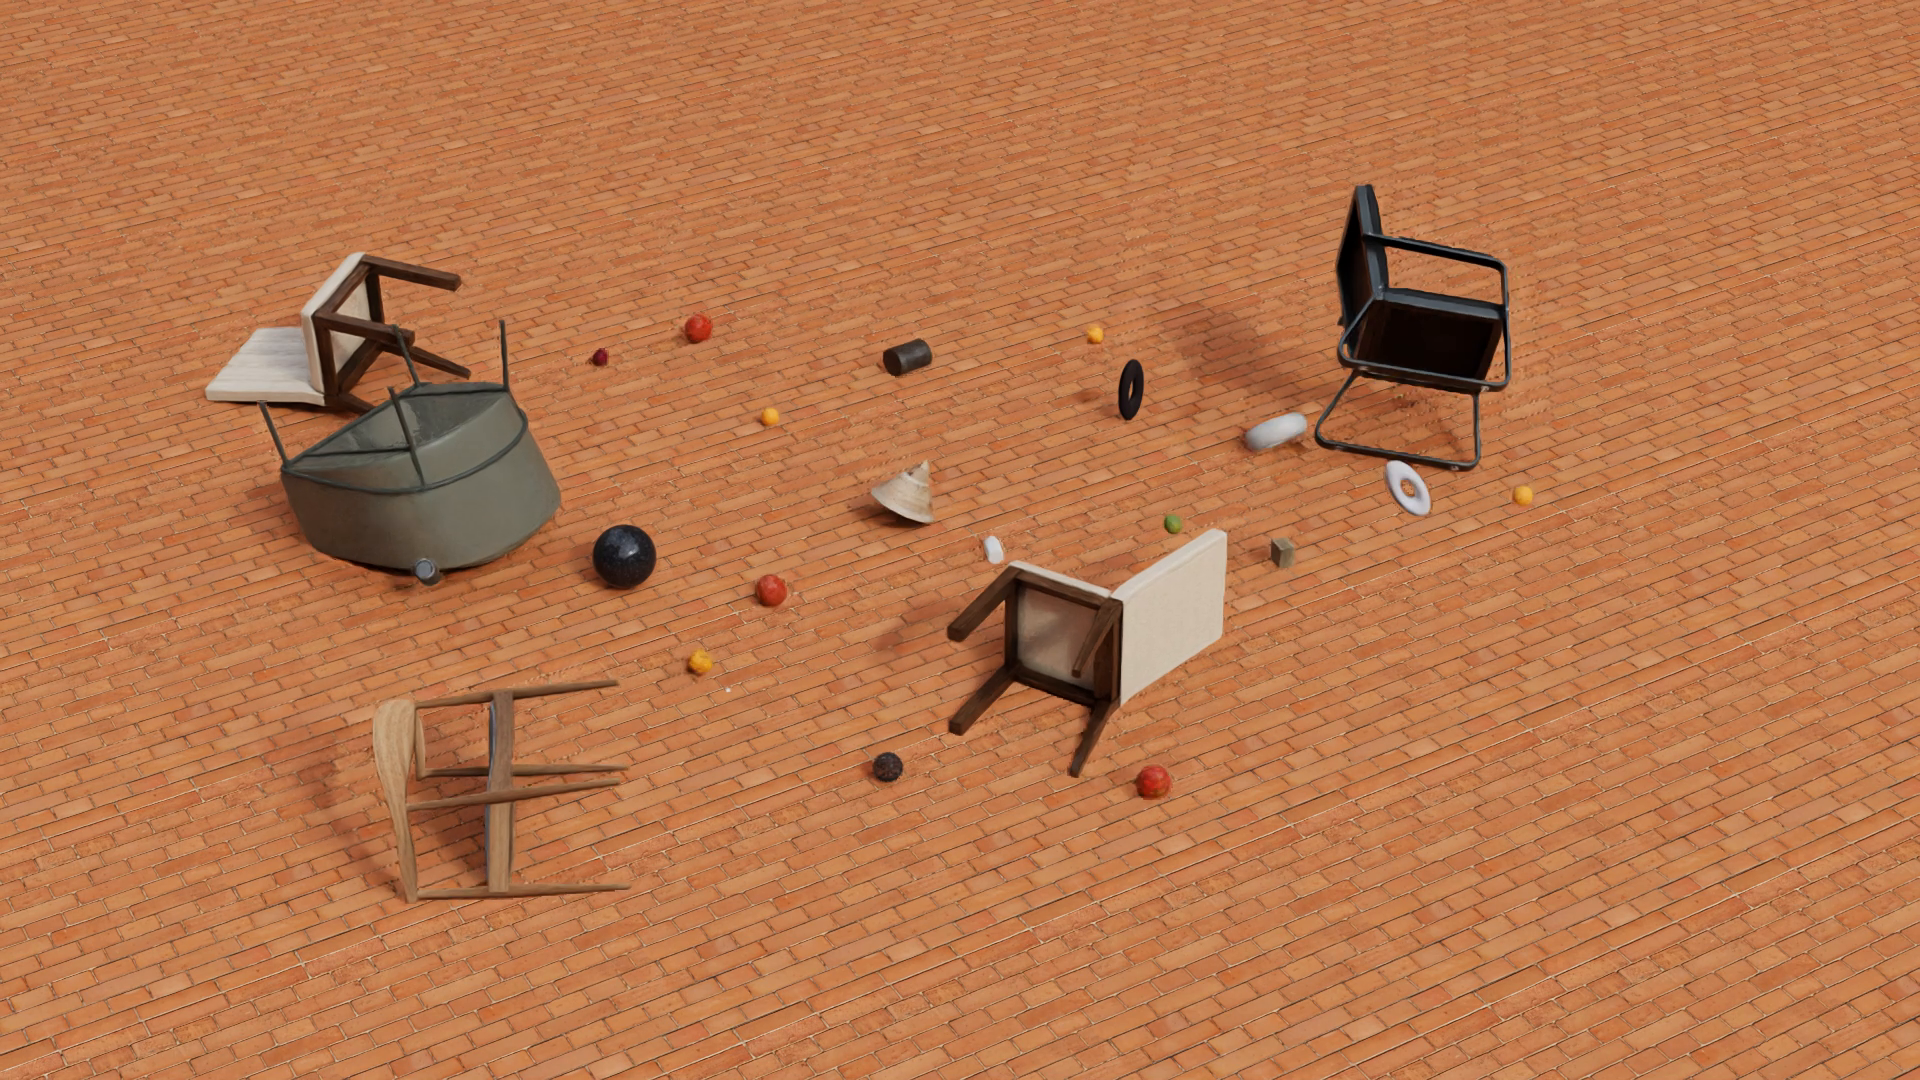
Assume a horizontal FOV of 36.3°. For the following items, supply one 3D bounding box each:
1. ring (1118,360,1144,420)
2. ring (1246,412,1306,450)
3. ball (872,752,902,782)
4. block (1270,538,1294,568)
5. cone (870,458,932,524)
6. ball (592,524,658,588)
[{"bbox_3d":[0.676,-0.595,11.589,0.040,0.285,0.152,25,47,29],"label":"ring"},{"bbox_3d":[1.231,-0.422,11.427,0.255,0.093,0.175,-21,-6,5],"label":"ring"},{"bbox_3d":[-0.239,0.752,9.711,0.100,0.100,0.100,0,33,0],"label":"ball"},{"bbox_3d":[1.189,0.048,10.796,0.058,0.083,0.072,-12,35,-18],"label":"block"},{"bbox_3d":[-0.170,-0.216,10.975,0.280,0.209,0.239,16,20,-43],"label":"cone"},{"bbox_3d":[-1.217,0.059,10.642,0.234,0.234,0.234,0,33,0],"label":"ball"}]
